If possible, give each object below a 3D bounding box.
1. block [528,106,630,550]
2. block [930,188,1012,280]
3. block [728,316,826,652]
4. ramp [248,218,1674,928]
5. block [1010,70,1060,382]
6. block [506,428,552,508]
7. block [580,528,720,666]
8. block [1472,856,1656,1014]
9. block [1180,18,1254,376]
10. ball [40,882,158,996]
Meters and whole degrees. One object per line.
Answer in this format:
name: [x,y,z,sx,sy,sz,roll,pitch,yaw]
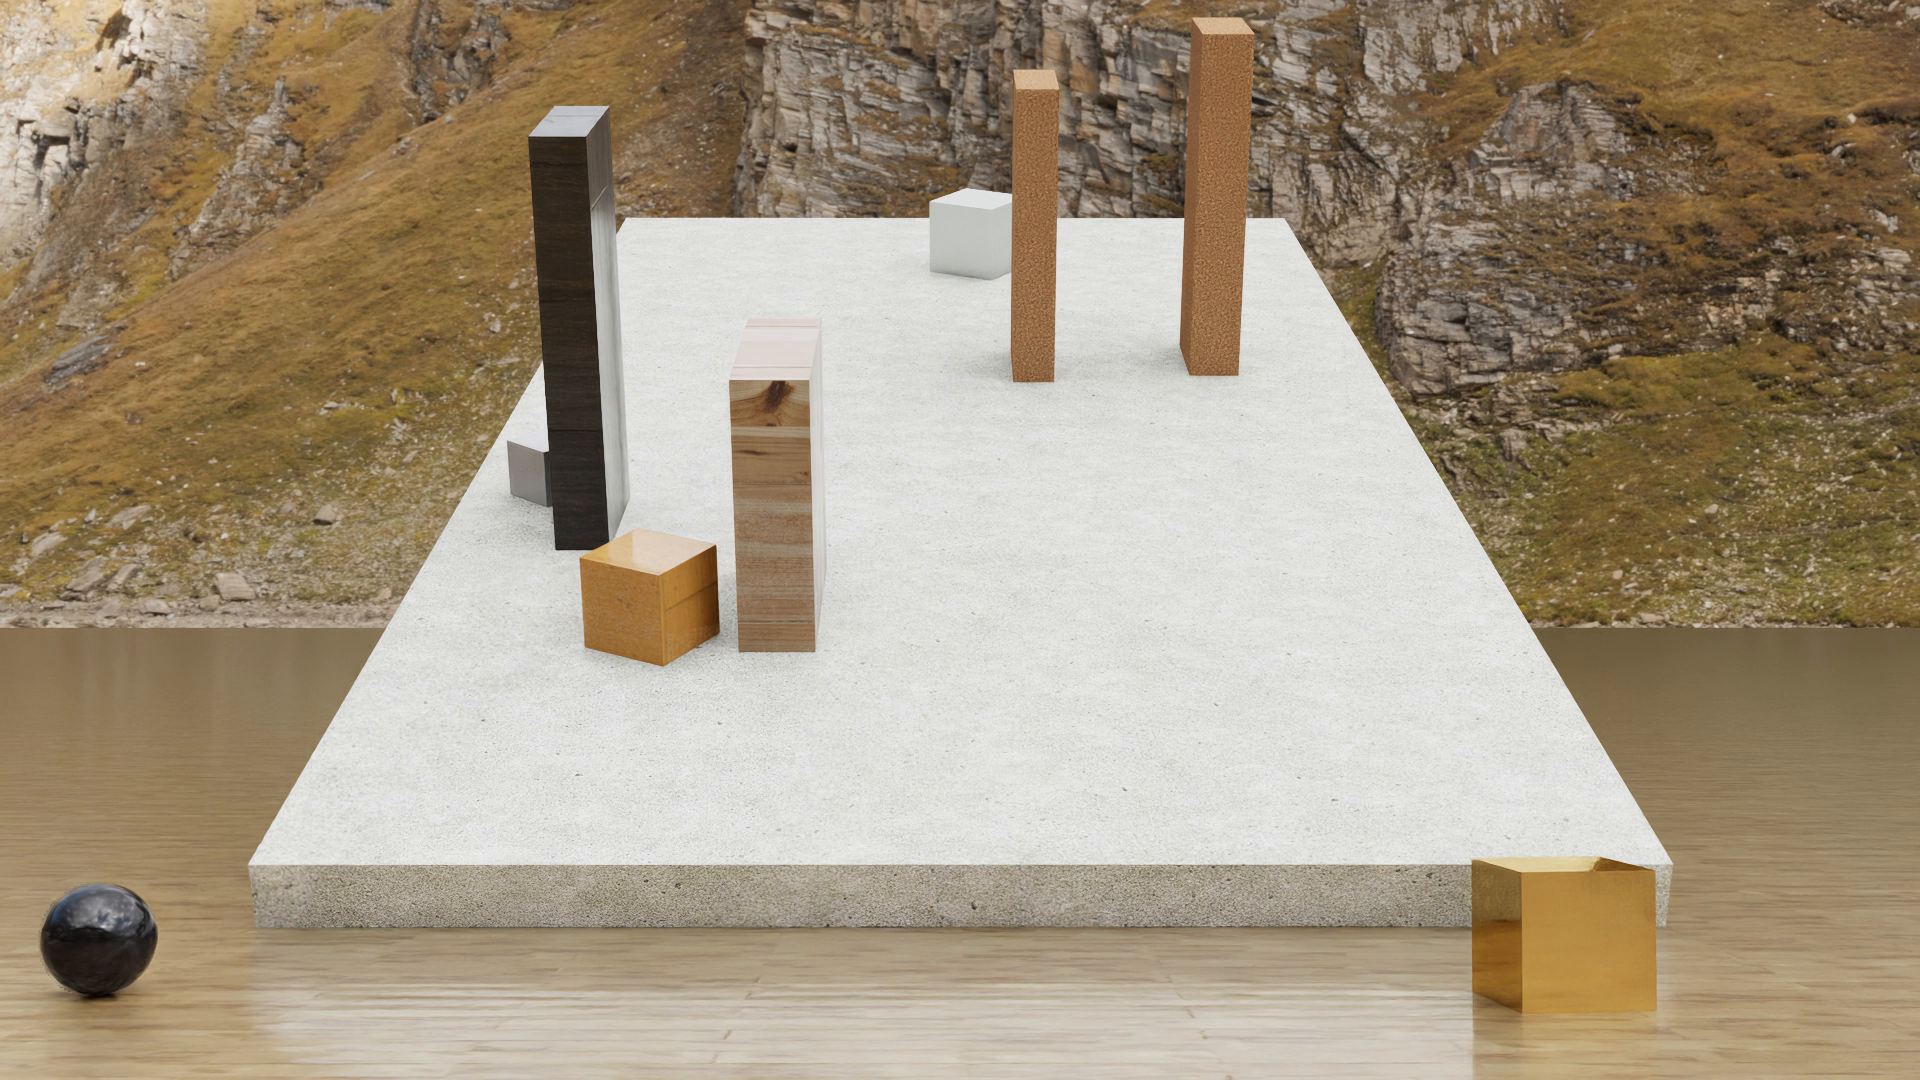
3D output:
block: [-0.717,-0.402,4.330,0.103,0.789,0.297,0,21,0]
block: [0.051,-0.848,6.321,0.197,0.197,0.197,12,24,28]
block: [-0.312,-0.104,3.981,0.131,0.484,0.387,0,21,0]
ramp: [-0.006,-0.215,5.086,2.000,0.100,4.000,0,21,0]
block: [0.173,-0.737,5.352,0.097,0.684,0.264,0,21,0]
block: [-0.829,-0.148,4.608,0.116,0.116,0.116,18,27,38]
block: [-0.530,0.096,3.905,0.165,0.165,0.165,11,24,27]
block: [0.687,0.448,2.607,0.156,0.156,0.156,0,-2,-8]
block: [0.602,-0.807,5.379,0.116,0.799,0.255,0,21,0]
ball: [-1.001,0.464,2.653,0.129,0.129,0.129,0,-2,0]
